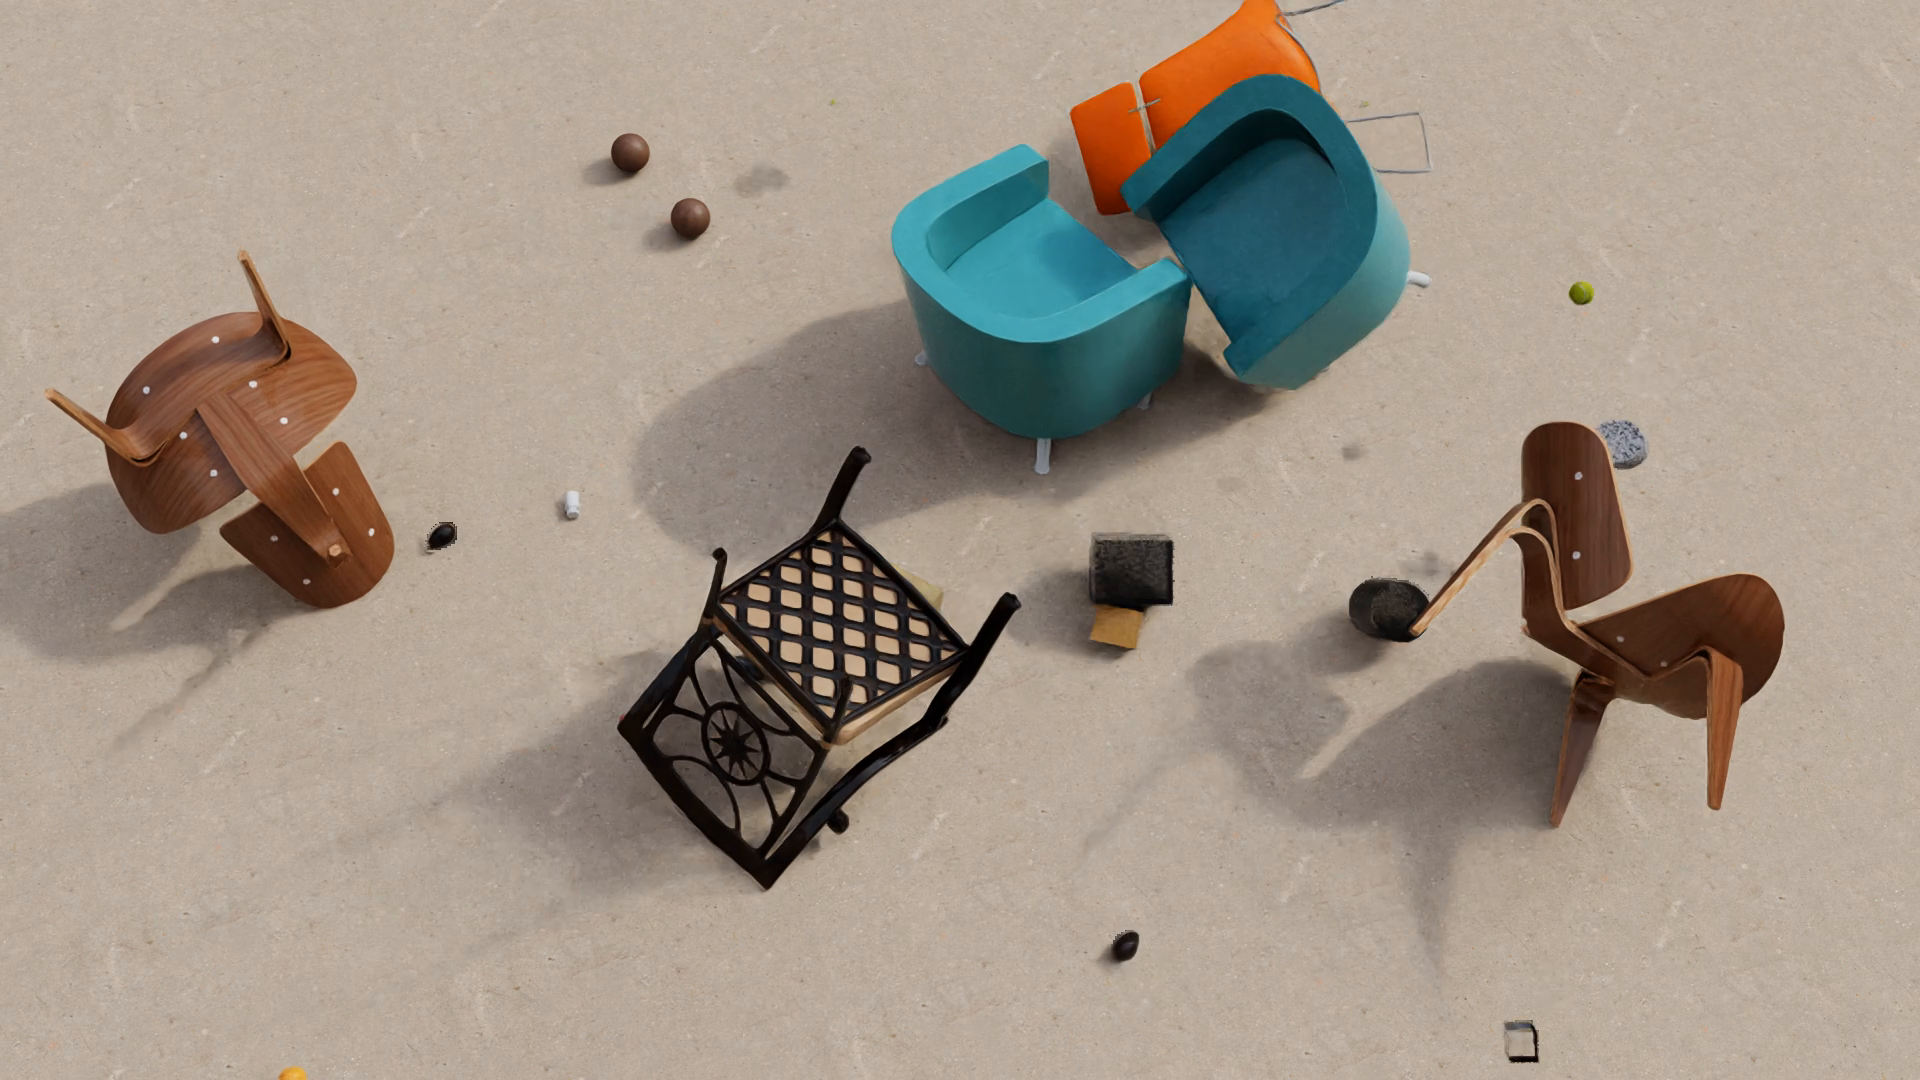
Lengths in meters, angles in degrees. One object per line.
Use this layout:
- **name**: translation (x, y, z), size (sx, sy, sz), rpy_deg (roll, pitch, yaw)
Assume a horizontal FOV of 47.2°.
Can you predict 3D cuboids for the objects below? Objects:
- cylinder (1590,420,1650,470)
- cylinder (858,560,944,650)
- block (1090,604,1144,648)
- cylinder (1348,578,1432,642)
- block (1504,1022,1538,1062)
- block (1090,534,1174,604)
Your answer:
- **cylinder**: translation (1.877, -0.271, 6.254), size (0.149, 0.075, 0.126), rpy_deg (8, 82, 30)
- **cylinder**: translation (-0.171, 0.189, 6.355), size (0.193, 0.107, 0.194), rpy_deg (29, 102, 18)
- **block**: translation (0.454, 0.244, 6.336), size (0.129, 0.071, 0.109), rpy_deg (12, 95, 8)
- **cylinder**: translation (1.232, 0.201, 6.307), size (0.194, 0.131, 0.170), rpy_deg (16, 88, -21)
- **block**: translation (1.312, 1.175, 5.146), size (0.064, 0.077, 0.072), rpy_deg (-4, 95, 5)
- **block**: translation (0.493, 0.082, 6.354), size (0.219, 0.197, 0.183), rpy_deg (0, 96, -1)
